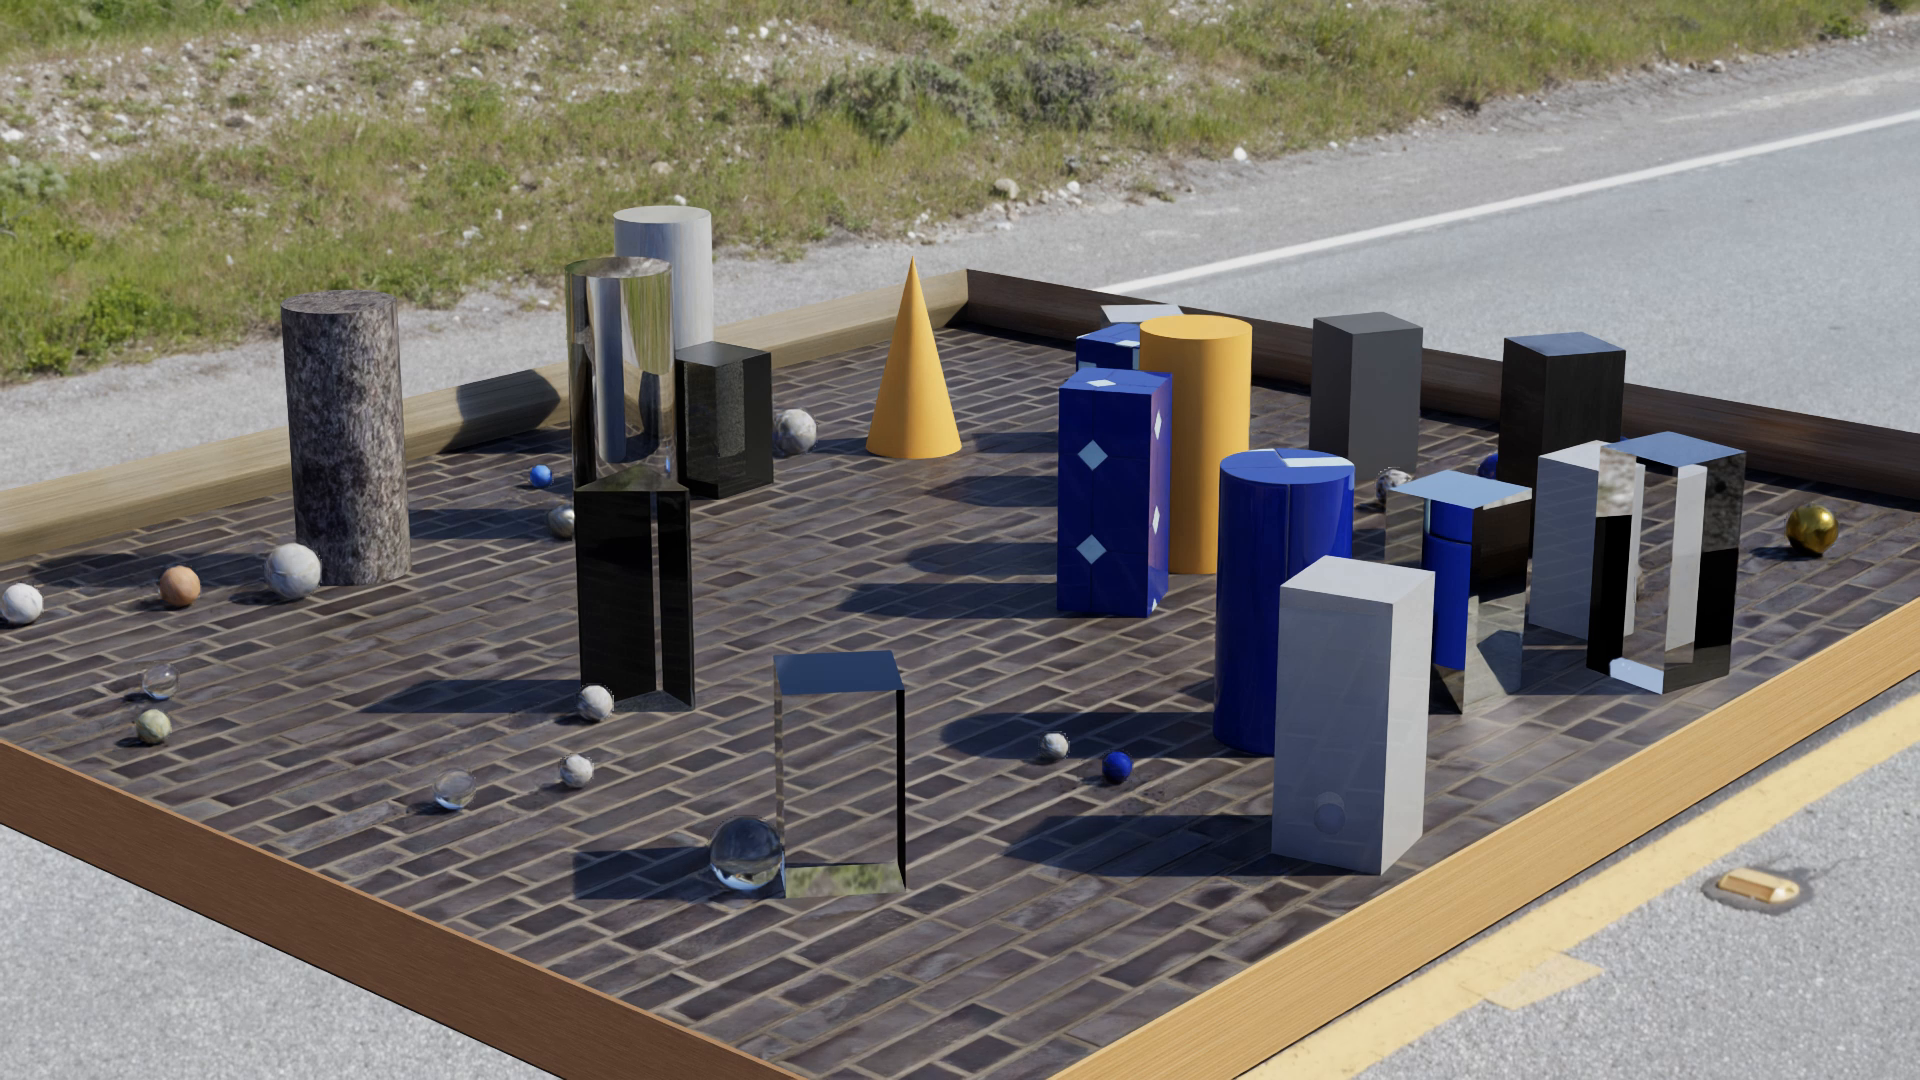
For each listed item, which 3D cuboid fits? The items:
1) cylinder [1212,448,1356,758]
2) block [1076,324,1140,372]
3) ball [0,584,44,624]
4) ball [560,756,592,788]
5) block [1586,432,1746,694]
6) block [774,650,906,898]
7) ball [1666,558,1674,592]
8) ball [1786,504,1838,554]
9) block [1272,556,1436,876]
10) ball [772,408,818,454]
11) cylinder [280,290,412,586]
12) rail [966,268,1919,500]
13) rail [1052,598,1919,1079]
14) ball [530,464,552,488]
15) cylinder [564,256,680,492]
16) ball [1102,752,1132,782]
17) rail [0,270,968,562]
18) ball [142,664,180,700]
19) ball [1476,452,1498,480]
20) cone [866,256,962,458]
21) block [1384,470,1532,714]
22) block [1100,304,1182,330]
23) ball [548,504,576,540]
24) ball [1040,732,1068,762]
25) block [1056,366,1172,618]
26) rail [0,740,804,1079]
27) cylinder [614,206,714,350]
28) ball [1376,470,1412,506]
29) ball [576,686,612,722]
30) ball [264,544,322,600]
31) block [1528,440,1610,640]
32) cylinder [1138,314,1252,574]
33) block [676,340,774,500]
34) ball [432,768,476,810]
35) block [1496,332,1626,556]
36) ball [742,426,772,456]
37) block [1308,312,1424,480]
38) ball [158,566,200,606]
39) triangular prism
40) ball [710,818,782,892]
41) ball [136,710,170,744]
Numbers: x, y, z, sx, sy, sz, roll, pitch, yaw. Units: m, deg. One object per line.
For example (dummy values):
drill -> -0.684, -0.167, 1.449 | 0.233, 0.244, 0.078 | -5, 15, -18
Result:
cylinder -> 0.486, 0.093, 4.411 | 0.200, 0.424, 0.200 | 0, 17, 0
block -> 0.337, -0.247, 5.734 | 0.160, 0.313, 0.160 | 12, 20, 34
ball -> -1.592, 0.109, 4.975 | 0.069, 0.069, 0.069 | 0, 17, 0
ball -> -0.557, 0.337, 4.257 | 0.047, 0.047, 0.047 | 0, 17, 0
block -> 1.130, 0.034, 4.696 | 0.160, 0.373, 0.160 | -12, 20, -34
block -> -0.162, 0.312, 3.926 | 0.160, 0.286, 0.160 | -2, 17, -7
ball -> 1.188, 0.059, 5.089 | 0.099, 0.099, 0.099 | 0, 17, 0
ball -> 1.558, -0.020, 5.360 | 0.093, 0.093, 0.093 | 0, 17, 0
block -> 0.536, 0.237, 4.002 | 0.160, 0.385, 0.160 | 9, 19, 27
ball -> -0.341, -0.223, 6.033 | 0.094, 0.094, 0.094 | 0, 17, 0
cylinder -> -1.089, -0.183, 5.211 | 0.200, 0.492, 0.200 | 0, 17, 0
rail -> 1.088, -0.329, 6.319 | 2.880, 0.130, 0.045 | 14, 22, 39
rail -> 1.069, 0.300, 4.231 | 0.045, 0.130, 3.365 | 14, 22, 39
ball -> -0.828, -0.126, 5.796 | 0.045, 0.045, 0.045 | 0, 17, 0
cylinder -> -0.631, -0.268, 5.491 | 0.200, 0.494, 0.200 | 0, 17, 0
ball -> 0.229, 0.331, 4.280 | 0.045, 0.045, 0.045 | 0, 17, 0
rail -> -1.069, -0.235, 6.009 | 0.045, 0.130, 3.365 | 14, 22, 39
ball -> -1.259, 0.223, 4.618 | 0.056, 0.056, 0.056 | 0, 17, 0
ball -> 1.053, -0.123, 5.698 | 0.096, 0.096, 0.096 | 0, 17, 0
cone -> -0.097, -0.389, 6.046 | 0.200, 0.405, 0.200 | 0, 17, 0
block -> 0.779, 0.079, 4.616 | 0.160, 0.333, 0.160 | 15, 23, 42
block -> 0.380, -0.337, 6.097 | 0.160, 0.276, 0.160 | -1, 17, -4
ball -> -0.734, -0.034, 5.450 | 0.066, 0.066, 0.066 | 0, 17, 0
ball -> 0.139, 0.308, 4.361 | 0.043, 0.043, 0.043 | 0, 17, 0
block -> 0.267, -0.084, 5.052 | 0.160, 0.393, 0.160 | 5, 17, 16
rail -> -1.088, 0.394, 3.920 | 2.880, 0.130, 0.045 | 14, 22, 39
cylinder -> -0.610, -0.438, 6.077 | 0.200, 0.480, 0.200 | 0, 17, 0
ball -> 0.838, -0.098, 5.650 | 0.075, 0.075, 0.075 | 0, 17, 0
ball -> -0.564, 0.252, 4.524 | 0.055, 0.055, 0.055 | 0, 17, 0
ball -> -1.163, 0.054, 5.108 | 0.097, 0.097, 0.097 | 0, 17, 0
block -> 1.080, 0.002, 4.940 | 0.160, 0.293, 0.160 | -14, 22, -40
cylinder -> 0.420, -0.174, 5.285 | 0.200, 0.431, 0.200 | 0, 17, 0
block -> -0.483, -0.238, 5.785 | 0.160, 0.266, 0.160 | 13, 21, 37
ball -> -0.721, 0.355, 4.177 | 0.060, 0.060, 0.060 | 0, 17, 0
block -> 1.098, -0.175, 5.381 | 0.160, 0.379, 0.160 | -5, 18, -17
ball -> -0.417, -0.202, 6.023 | 0.061, 0.061, 0.061 | 0, 17, 0
block -> 0.815, -0.291, 5.902 | 0.160, 0.300, 0.160 | -7, 18, -21
ball -> -1.349, 0.080, 5.069 | 0.070, 0.070, 0.070 | 0, 17, 0
triangular prism -> -0.503, 0.074, 4.591 | 0.173, 0.358, 0.150 | 0, 17, -1
ball -> -0.284, 0.418, 3.899 | 0.098, 0.098, 0.098 | 0, 17, 0
ball -> -1.220, 0.282, 4.432 | 0.051, 0.051, 0.051 | 0, 17, 0
